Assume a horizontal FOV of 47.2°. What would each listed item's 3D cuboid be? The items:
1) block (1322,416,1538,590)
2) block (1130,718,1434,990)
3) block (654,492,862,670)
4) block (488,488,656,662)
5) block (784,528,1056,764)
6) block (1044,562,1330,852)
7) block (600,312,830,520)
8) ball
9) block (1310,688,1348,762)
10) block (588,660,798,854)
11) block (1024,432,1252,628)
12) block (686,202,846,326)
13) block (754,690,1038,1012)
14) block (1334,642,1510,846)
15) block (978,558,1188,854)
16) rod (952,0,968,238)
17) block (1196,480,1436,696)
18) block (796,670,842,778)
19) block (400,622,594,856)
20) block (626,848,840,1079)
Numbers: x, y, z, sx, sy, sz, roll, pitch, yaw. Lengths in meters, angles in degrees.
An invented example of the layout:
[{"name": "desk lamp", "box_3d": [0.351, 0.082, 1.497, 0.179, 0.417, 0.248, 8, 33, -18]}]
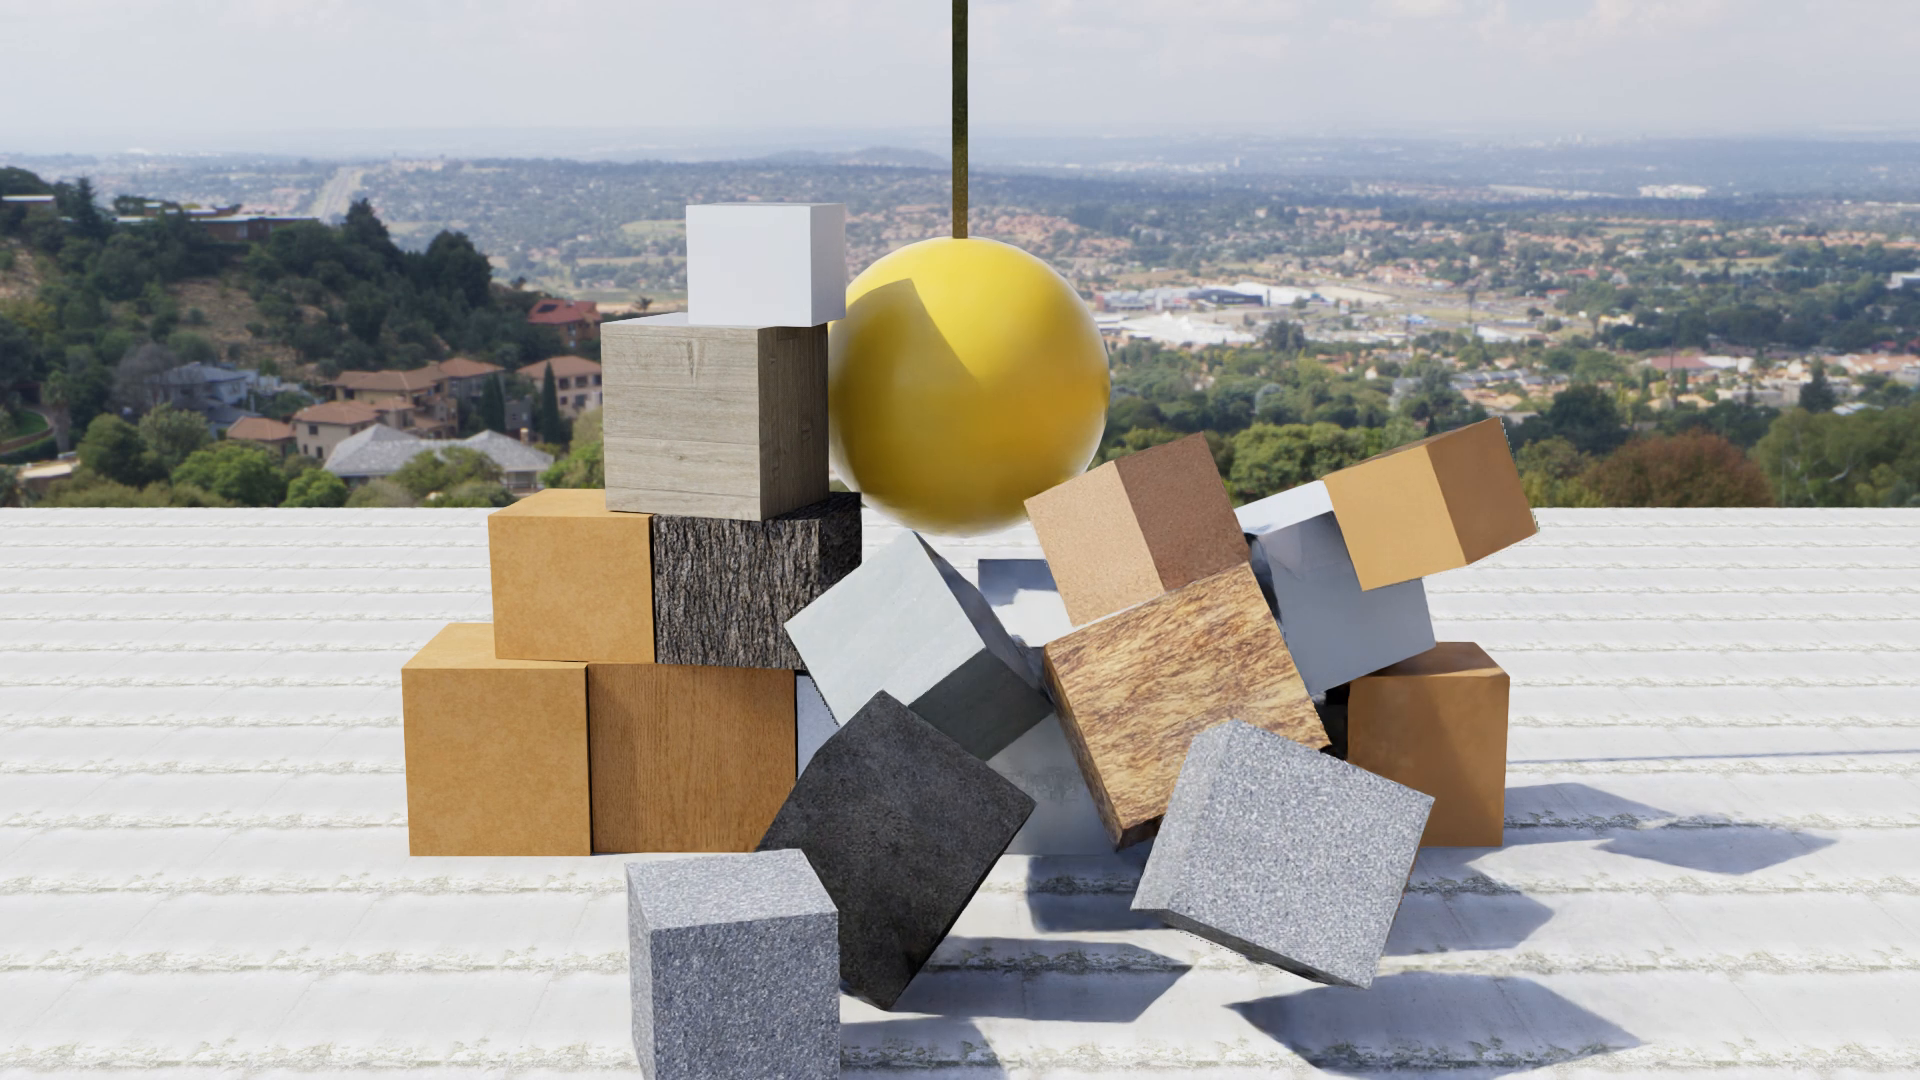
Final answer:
[{"name": "block", "box_3d": [2.231, -0.170, 10.453, 0.556, 0.583, 0.661, -20, 1, -37]}, {"name": "block", "box_3d": [1.236, 1.229, 8.572, 0.807, 0.757, 0.801, 22, -11, -1]}, {"name": "block", "box_3d": [-1.000, 0.179, 11.098, 0.825, 0.734, 0.901, 2, 10, 10]}, {"name": "block", "box_3d": [-1.843, 0.166, 11.204, 0.822, 0.725, 0.824, 1, 11, 10]}, {"name": "block", "box_3d": [-0.178, 0.579, 10.015, 0.750, 0.730, 0.790, 57, 8, 35]}, {"name": "block", "box_3d": [0.981, 0.765, 9.824, 0.954, 0.863, 0.911, -22, -14, -4]}, {"name": "block", "box_3d": [-1.207, -0.634, 10.955, 0.858, 0.918, 0.759, 4, 11, 22]}, {"name": "ball", "box_3d": [0.000, -0.806, 11.650, 1.600, 1.600, 1.600, 0, 10, 0]}, {"name": "block", "box_3d": [1.544, 1.111, 11.397, 0.762, 0.736, 0.810, 0, 10, 0]}, {"name": "block", "box_3d": [-1.321, 0.996, 11.371, 1.013, 0.971, 0.989, 0, 10, 0]}, {"name": "block", "box_3d": [0.853, -0.049, 10.533, 0.660, 0.657, 0.642, -18, -4, -43]}, {"name": "block", "box_3d": [-0.943, -1.361, 10.800, 0.622, 0.568, 0.585, 3, 11, 13]}, {"name": "block", "box_3d": [-0.313, 1.277, 9.134, 0.814, 0.817, 0.676, 35, 28, 7]}, {"name": "block", "box_3d": [2.333, 1.041, 11.376, 0.798, 0.881, 0.770, 0, 10, 0]}, {"name": "block", "box_3d": [0.624, 0.831, 11.157, 1.058, 1.168, 0.972, 0, 25, 0]}, {"name": "rod", "box_3d": [0.000, -4.073, 10.707, 0.080, 5.200, 0.080, 0, 16, 0]}, {"name": "block", "box_3d": [1.766, 0.235, 11.140, 0.851, 0.846, 0.737, -18, 11, -24]}, {"name": "block", "box_3d": [-0.359, 1.029, 11.373, 0.888, 0.905, 0.948, 0, 10, 0]}, {"name": "block", "box_3d": [-2.285, 1.007, 11.344, 0.896, 0.960, 1.034, 0, 10, 0]}, {"name": "block", "box_3d": [-0.866, 1.661, 8.329, 0.685, 0.733, 0.712, -3, 12, -15]}]
